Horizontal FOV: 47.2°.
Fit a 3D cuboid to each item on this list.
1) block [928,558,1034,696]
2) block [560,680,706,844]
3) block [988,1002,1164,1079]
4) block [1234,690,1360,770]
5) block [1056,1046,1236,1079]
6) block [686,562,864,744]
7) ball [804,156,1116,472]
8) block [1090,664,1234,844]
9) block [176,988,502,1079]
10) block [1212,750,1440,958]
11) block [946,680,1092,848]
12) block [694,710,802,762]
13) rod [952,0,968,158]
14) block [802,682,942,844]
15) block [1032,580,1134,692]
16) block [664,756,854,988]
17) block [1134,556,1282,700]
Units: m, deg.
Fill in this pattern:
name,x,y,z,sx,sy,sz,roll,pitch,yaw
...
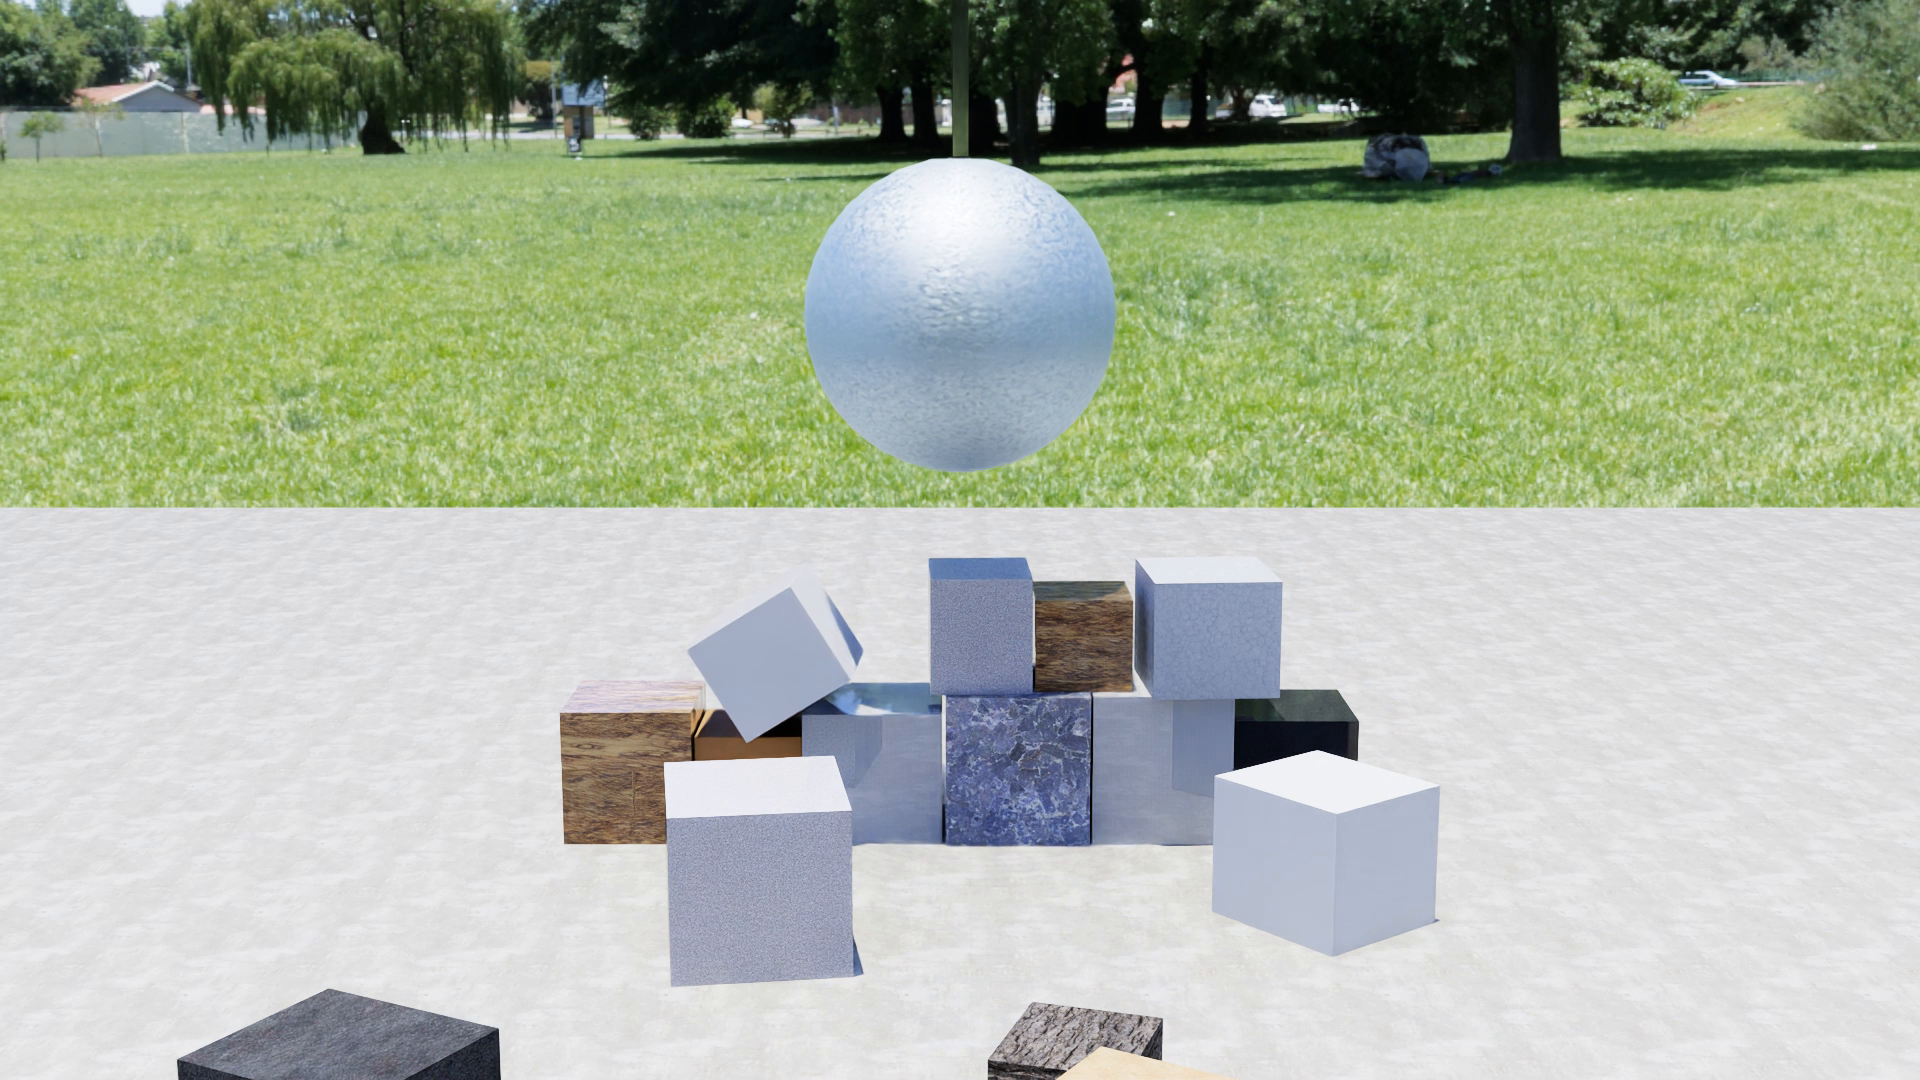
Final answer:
name,x,y,z,sx,sy,sz,roll,pitch,yaw
block,0.098,0.432,11.229,0.509,0.588,0.578,0,10,-2
block,-1.673,1.141,11.372,0.654,0.687,0.667,0,10,0
block,0.394,1.935,7.423,0.468,0.536,0.520,3,11,18
block,1.689,1.163,11.394,0.623,0.636,0.653,0,10,0
block,0.565,2.014,6.632,0.648,0.663,0.610,6,12,31
block,-0.930,0.563,11.209,0.620,0.557,0.646,-31,7,8
ball,0.000,-1.149,11.249,1.600,1.600,1.600,0,10,0
block,1.018,1.099,11.370,0.705,0.769,0.688,0,10,0
block,-2.022,1.938,7.231,0.752,0.599,0.680,5,12,27
block,1.659,1.408,10.010,0.687,0.649,0.738,-8,13,-38
block,0.290,1.099,11.365,0.724,0.772,0.753,0,10,0
block,-1.068,1.209,11.404,0.544,0.540,0.558,0,10,0
rod,0.000,-4.463,10.489,0.080,5.200,0.080,0,13,0
block,-0.441,1.146,11.381,0.700,0.673,0.662,0,10,0
block,0.617,0.489,11.259,0.487,0.466,0.509,0,10,-1
block,-0.894,1.431,9.632,0.770,0.738,0.840,-1,10,-8
block,1.252,0.440,11.196,0.634,0.590,0.671,-1,10,-4
